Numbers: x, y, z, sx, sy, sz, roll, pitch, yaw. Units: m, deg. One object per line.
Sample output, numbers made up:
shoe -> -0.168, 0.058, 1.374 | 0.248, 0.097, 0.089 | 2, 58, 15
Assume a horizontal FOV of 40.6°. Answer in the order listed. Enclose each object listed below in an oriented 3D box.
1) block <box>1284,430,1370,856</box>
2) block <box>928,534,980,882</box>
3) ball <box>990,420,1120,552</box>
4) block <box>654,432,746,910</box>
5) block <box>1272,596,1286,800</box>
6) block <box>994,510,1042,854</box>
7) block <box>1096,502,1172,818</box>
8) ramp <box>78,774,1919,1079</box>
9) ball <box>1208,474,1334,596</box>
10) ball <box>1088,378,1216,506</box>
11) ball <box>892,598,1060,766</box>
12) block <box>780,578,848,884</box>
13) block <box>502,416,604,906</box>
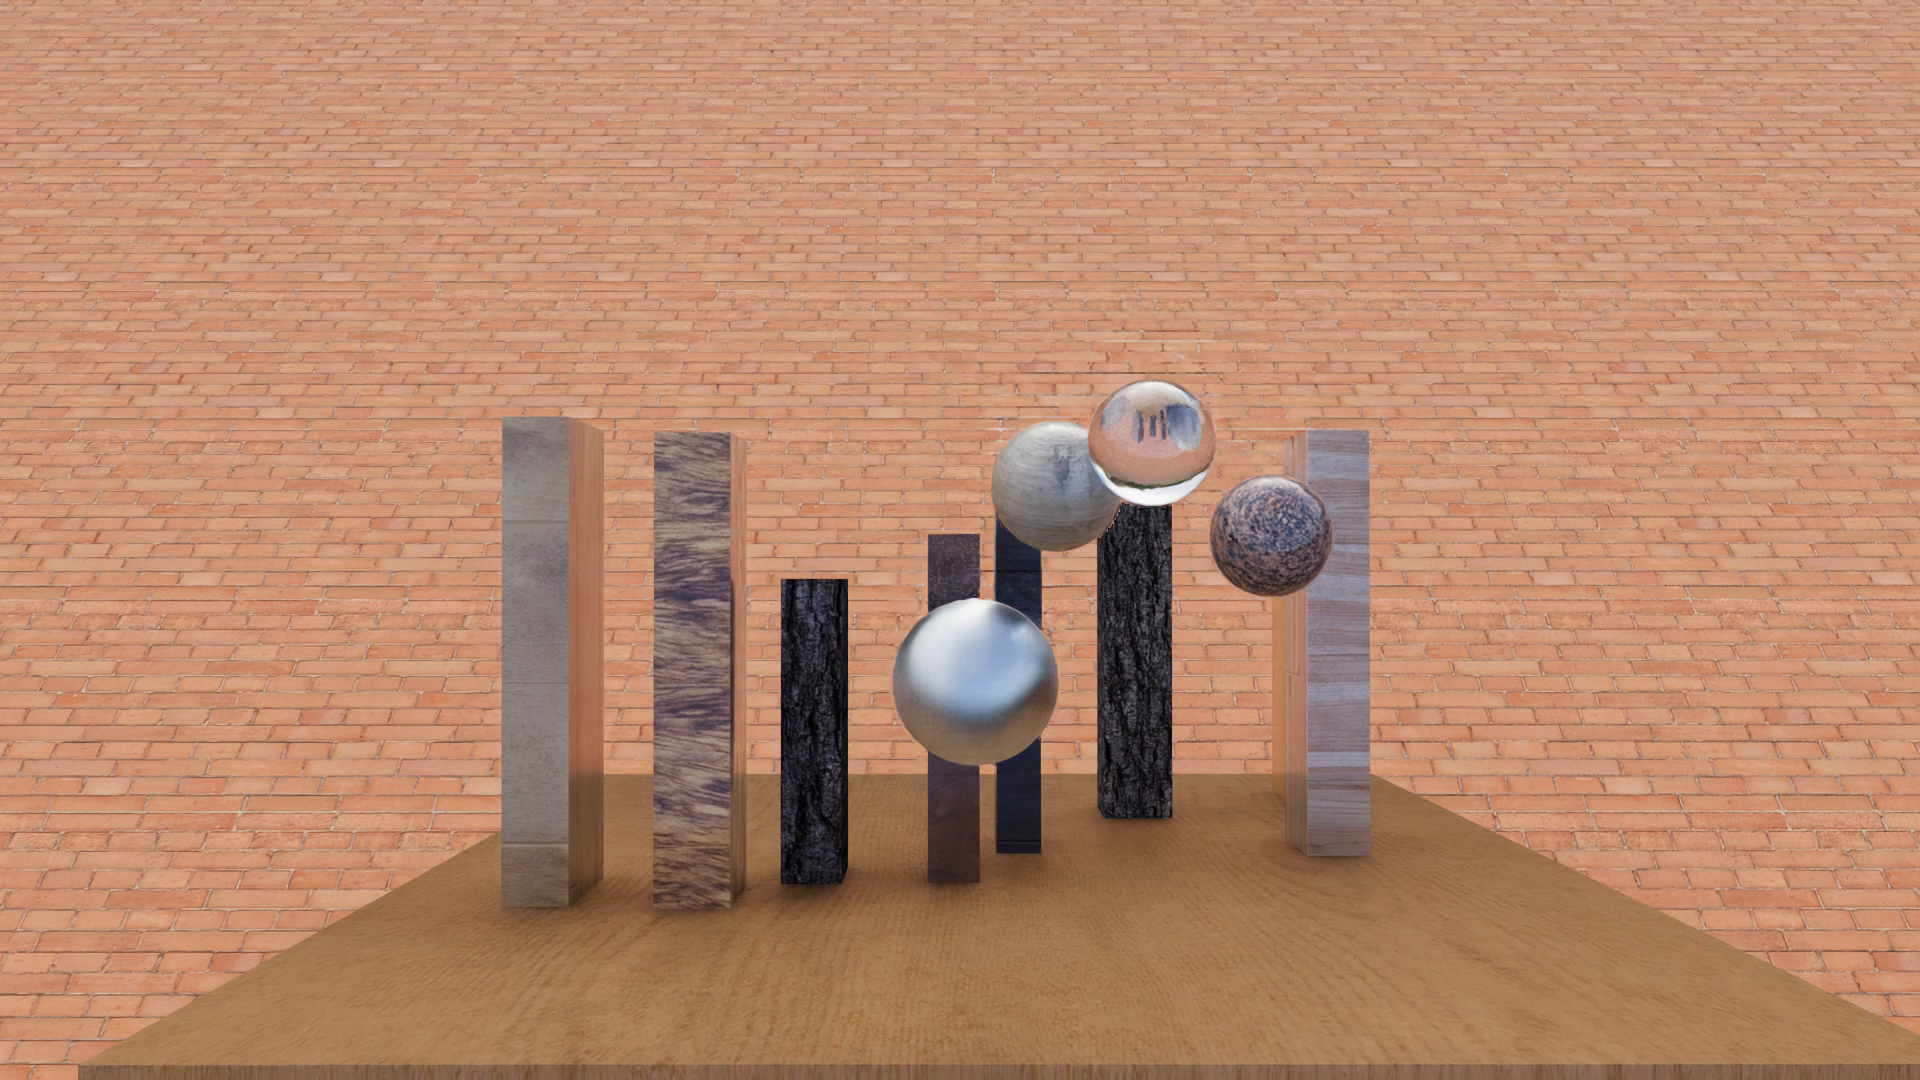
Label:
block -> 0.696, 0.191, 4.929 | 0.115, 0.781, 0.330 | 0, -1, 0
block -> -0.011, 0.285, 4.520 | 0.087, 0.584, 0.338 | 0, -1, 0
ball -> 0.113, -0.064, 3.046 | 0.154, 0.154, 0.154 | 0, 32, 0
block -> -0.414, 0.204, 4.157 | 0.119, 0.736, 0.305 | 0, -1, 0
block -> 0.788, 0.240, 6.056 | 0.083, 0.715, 0.280 | 0, -1, 0
block -> 0.109, 0.236, 4.948 | 0.082, 0.694, 0.287 | 0, -1, 0
block -> 0.378, 0.257, 5.638 | 0.144, 0.670, 0.279 | 0, -1, 0
ramp -> 0.072, 0.629, 4.725 | 2.000, 0.100, 4.000 | 0, -1, 0
ball -> 0.358, -0.005, 2.987 | 0.142, 0.142, 0.142 | 0, 32, 0
ball -> 0.200, -0.102, 2.709 | 0.134, 0.134, 0.134 | 0, 32, 0
ball -> 0.018, 0.166, 3.025 | 0.195, 0.195, 0.195 | 0, 32, 0
block -> -0.248, 0.321, 4.455 | 0.101, 0.509, 0.260 | 0, -1, 0
block -> -0.661, 0.192, 4.231 | 0.105, 0.762, 0.399 | 0, -1, 0
